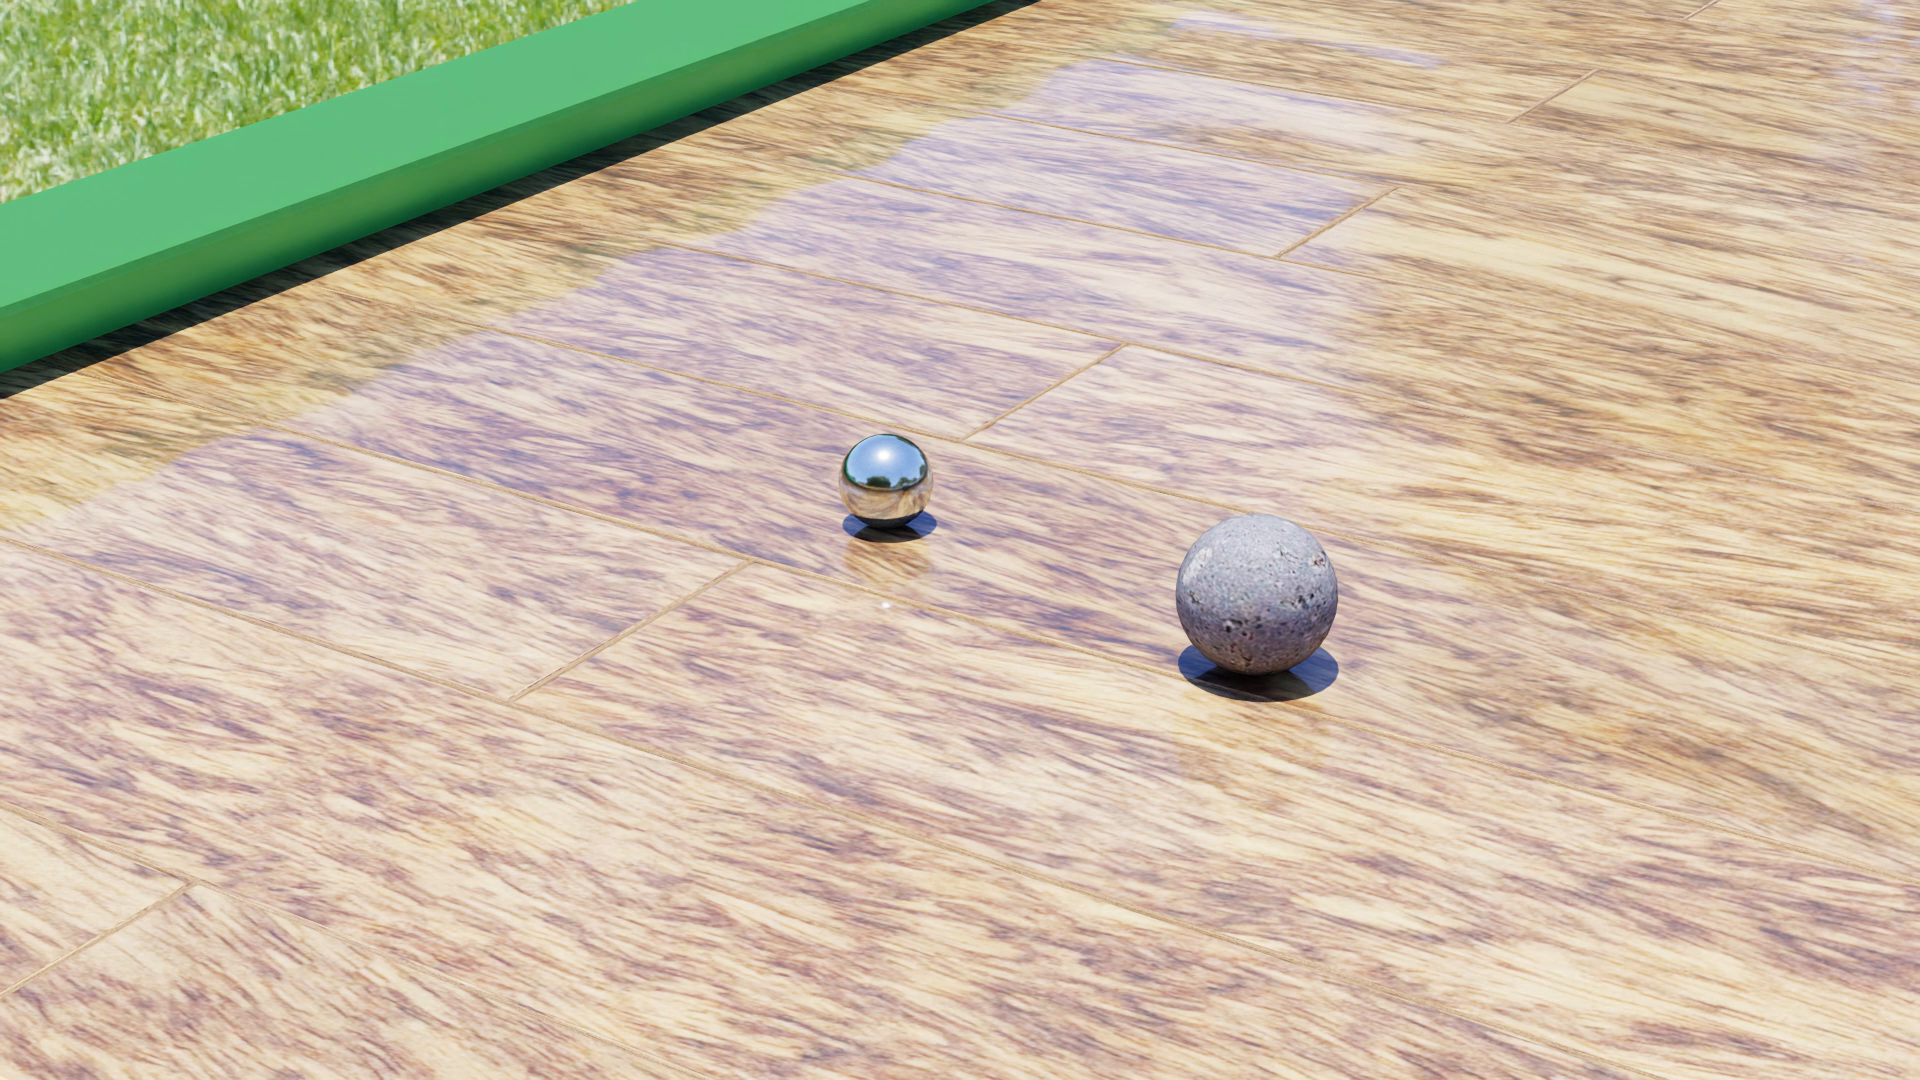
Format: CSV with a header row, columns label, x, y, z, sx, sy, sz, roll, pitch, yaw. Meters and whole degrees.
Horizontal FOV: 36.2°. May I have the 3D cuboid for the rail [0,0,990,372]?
label,x,y,z,sx,sy,sz,roll,pitch,yaw
rail,-0.246,-0.486,2.922,0.045,0.129,3.304,15,28,30

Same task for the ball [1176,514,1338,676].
label,x,y,z,sx,sy,sz,roll,pitch,yaw
ball,0.181,0.033,1.794,0.099,0.099,0.099,0,24,0

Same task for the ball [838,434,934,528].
label,x,y,z,sx,sy,sz,roll,pitch,yaw
ball,-0.050,-0.040,2.001,0.065,0.065,0.065,0,24,0
